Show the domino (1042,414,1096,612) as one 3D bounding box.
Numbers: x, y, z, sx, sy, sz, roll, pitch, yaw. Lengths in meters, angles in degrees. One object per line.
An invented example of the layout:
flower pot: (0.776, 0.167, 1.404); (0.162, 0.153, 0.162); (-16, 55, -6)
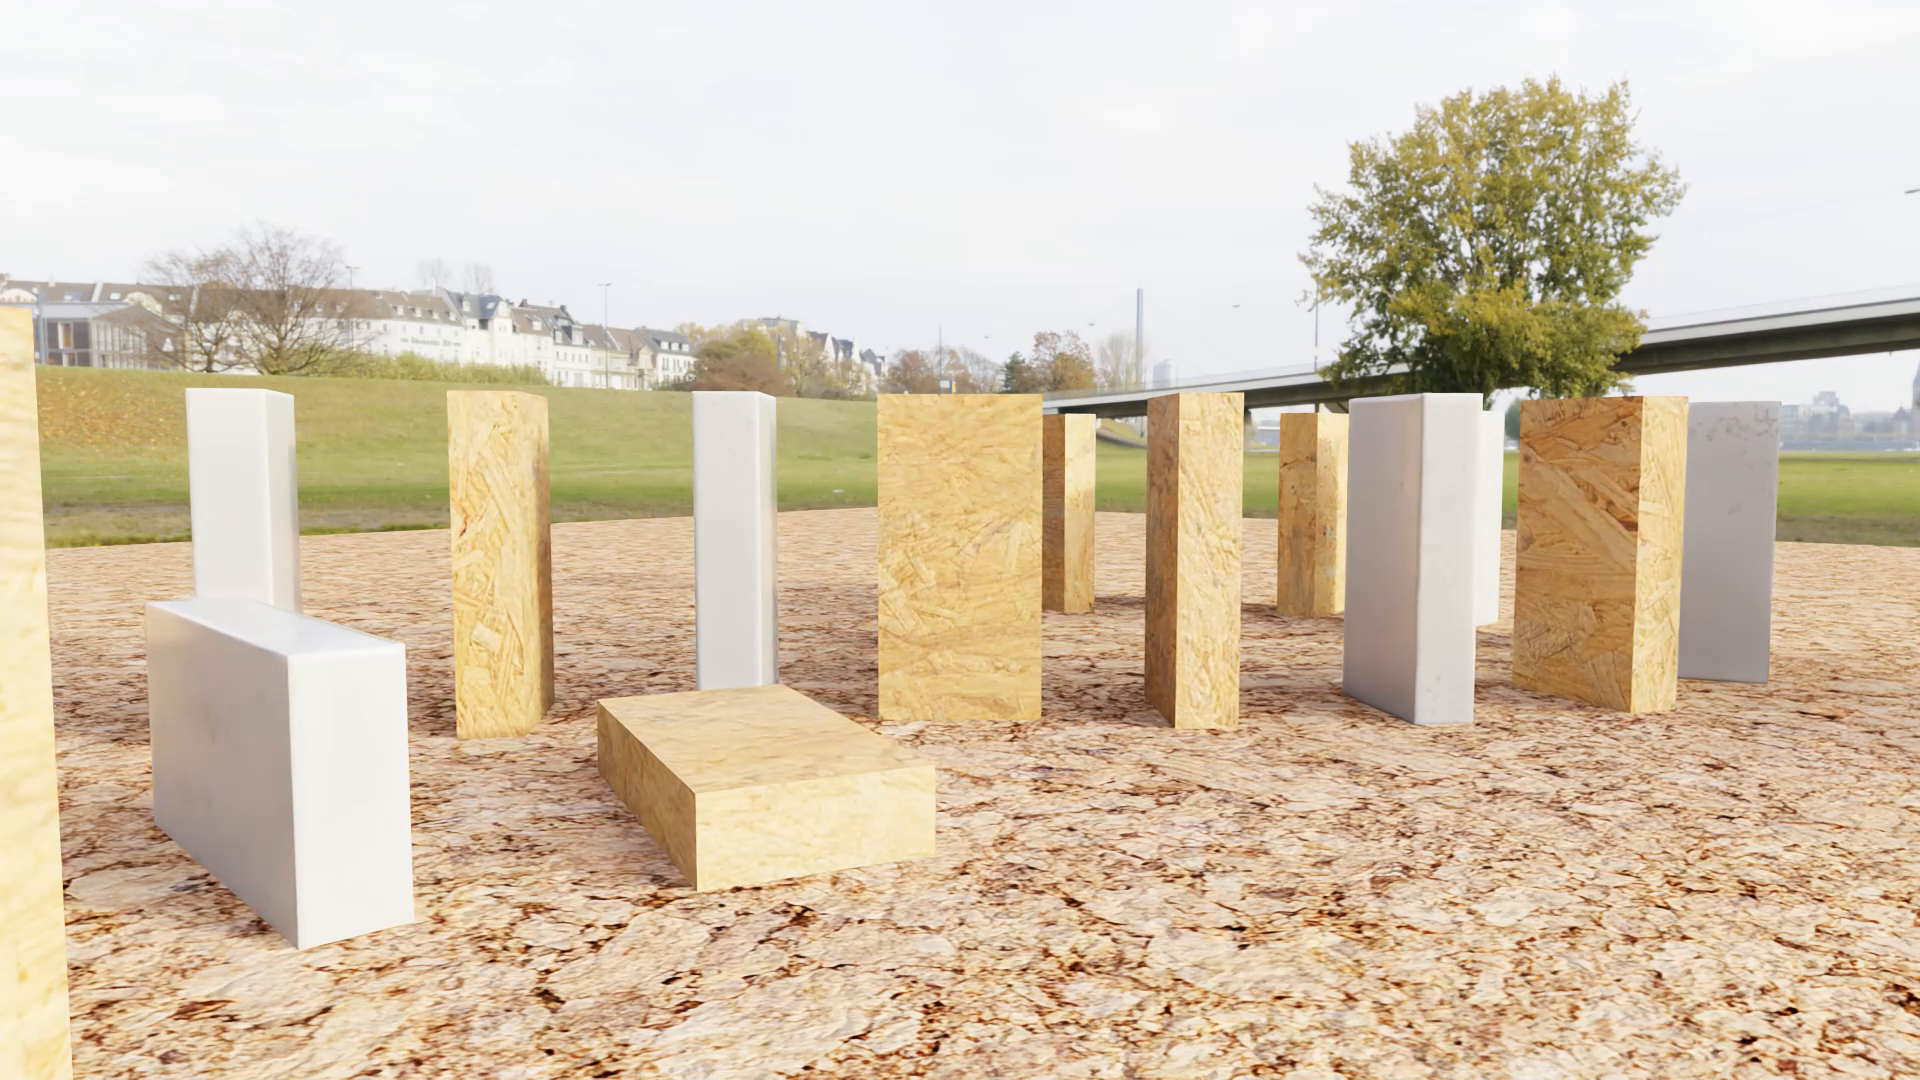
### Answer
domino: (0.024, -0.008, 0.336); (0.009, 0.050, 0.025); (-3, 5, -32)

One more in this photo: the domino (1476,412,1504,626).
domino: (0.115, -0.005, 0.299); (0.025, 0.050, 0.010); (-4, 6, -40)

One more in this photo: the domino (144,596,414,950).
domino: (-0.070, 0.020, 0.128); (0.009, 0.025, 0.050); (-4, 6, -44)

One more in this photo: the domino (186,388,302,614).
domino: (-0.104, 0.003, 0.188); (0.010, 0.050, 0.025); (-1, 5, -19)

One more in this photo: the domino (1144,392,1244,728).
domino: (0.036, 0.002, 0.203); (0.009, 0.050, 0.025); (0, 4, -3)

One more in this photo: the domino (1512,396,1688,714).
domino: (0.106, 0.001, 0.214); (0.009, 0.050, 0.025); (-2, 5, -20)

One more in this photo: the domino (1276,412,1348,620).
domino: (0.089, -0.007, 0.323); (0.010, 0.050, 0.025); (3, 5, 35)

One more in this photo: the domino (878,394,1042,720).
domino: (0.000, 0.002, 0.201); (0.025, 0.050, 0.010); (0, 4, 0)

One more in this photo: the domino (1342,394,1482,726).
domino: (0.072, 0.002, 0.205); (0.010, 0.050, 0.025); (-1, 4, -8)

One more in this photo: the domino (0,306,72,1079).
domino: (-0.060, 0.013, 0.063); (0.009, 0.050, 0.025); (1, 4, 17)

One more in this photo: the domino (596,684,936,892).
domino: (-0.025, 0.027, 0.150); (0.025, 0.010, 0.050); (-2, 5, -26)

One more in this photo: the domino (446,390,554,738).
domino: (-0.070, 0.003, 0.196); (0.009, 0.050, 0.025); (-1, 4, -8)

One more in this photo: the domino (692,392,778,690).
domino: (-0.034, 0.003, 0.199); (0.009, 0.050, 0.025); (0, 4, -2)

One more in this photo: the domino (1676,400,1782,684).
domino: (0.134, 0.000, 0.235); (0.025, 0.050, 0.010); (2, 5, 26)
